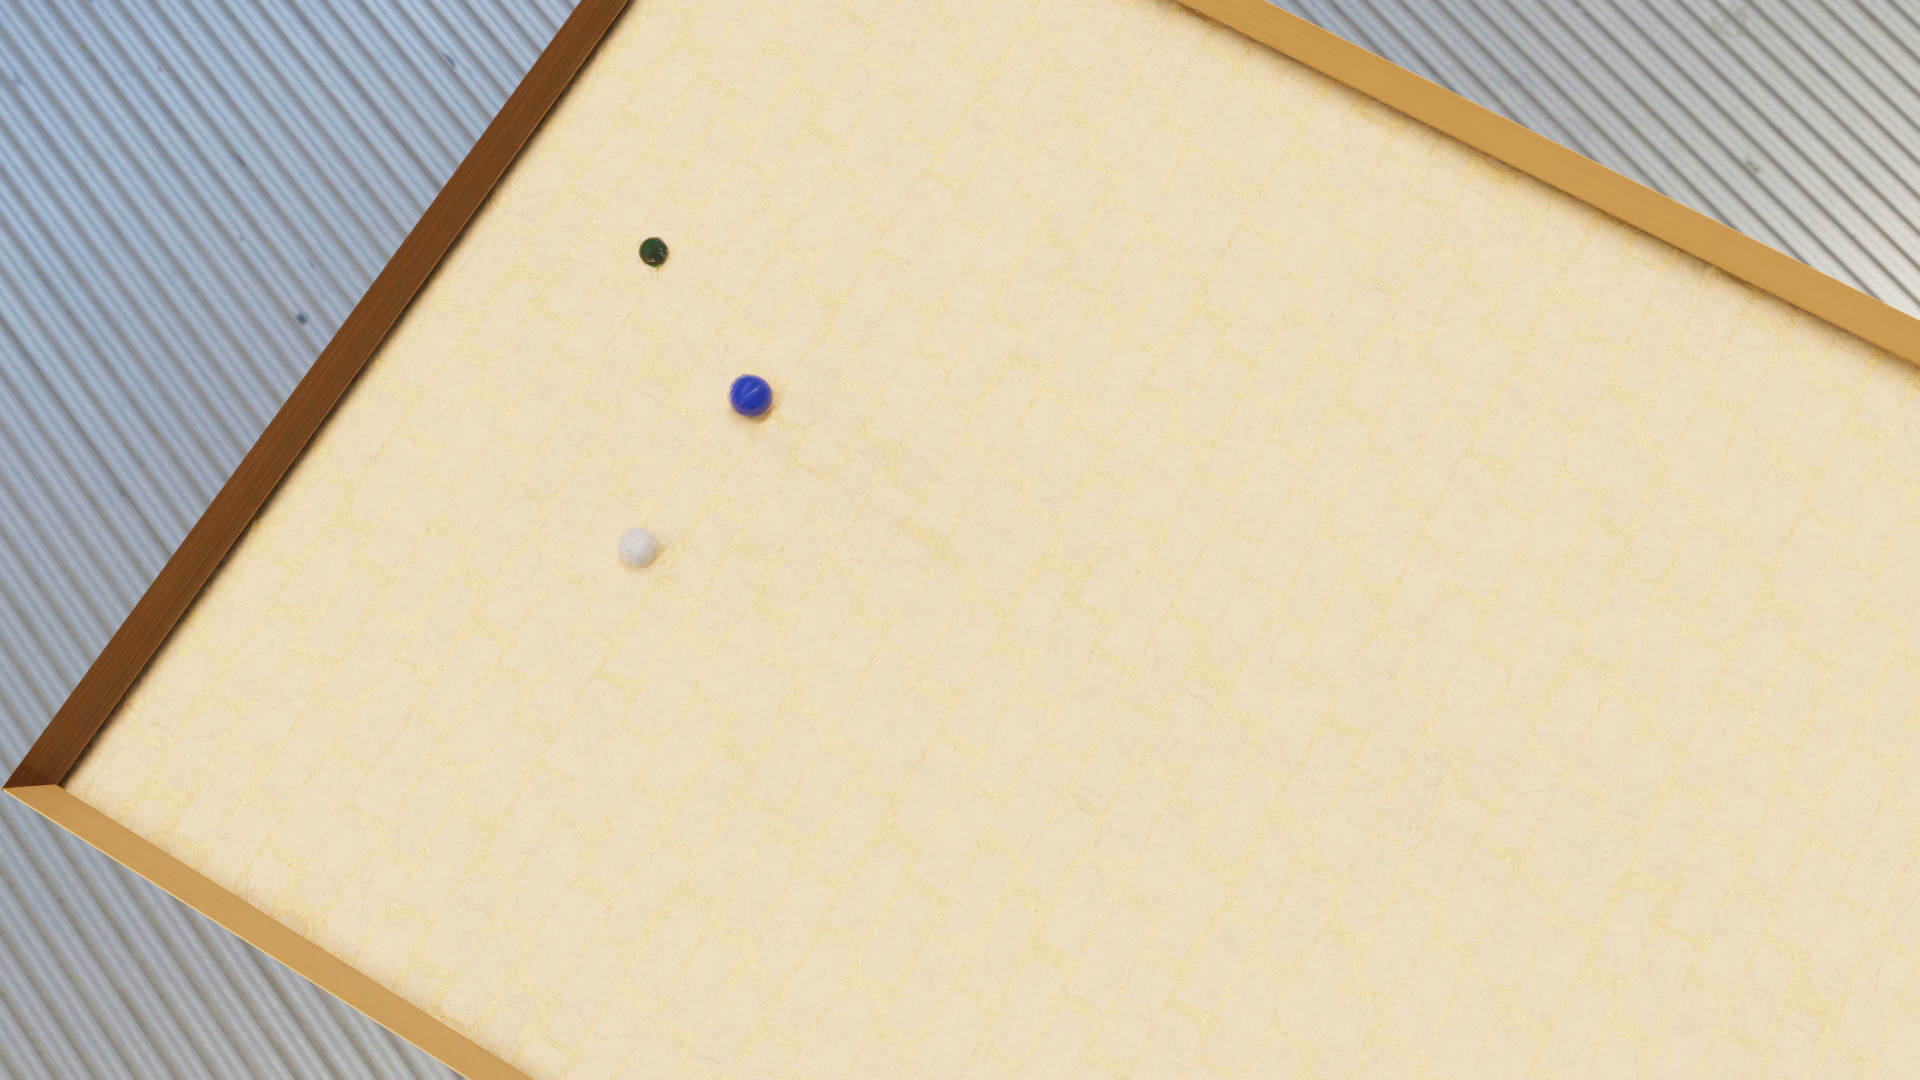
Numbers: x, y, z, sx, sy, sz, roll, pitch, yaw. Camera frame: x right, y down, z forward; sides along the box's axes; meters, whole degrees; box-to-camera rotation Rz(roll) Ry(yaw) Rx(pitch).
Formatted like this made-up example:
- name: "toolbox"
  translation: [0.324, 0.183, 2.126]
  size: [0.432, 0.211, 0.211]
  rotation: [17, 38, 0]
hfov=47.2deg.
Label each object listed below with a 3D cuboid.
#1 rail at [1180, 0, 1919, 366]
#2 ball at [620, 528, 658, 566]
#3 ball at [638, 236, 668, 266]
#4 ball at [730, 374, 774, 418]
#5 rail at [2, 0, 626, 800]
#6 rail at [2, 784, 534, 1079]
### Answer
- name: "rail"
  translation: [1.400, -0.374, 3.540]
  size: [4.065, 0.091, 0.045]
  rotation: [29, 73, 9]
- name: "ball"
  translation: [-0.500, 0.011, 3.423]
  size: [0.061, 0.061, 0.061]
  rotation: [0, 71, 0]
- name: "ball"
  translation: [-0.501, -0.471, 3.596]
  size: [0.049, 0.049, 0.049]
  rotation: [0, 71, 0]
- name: "ball"
  translation: [-0.332, -0.228, 3.501]
  size: [0.070, 0.070, 0.070]
  rotation: [0, 71, 0]
- name: "rail"
  translation: [-0.859, -0.476, 3.575]
  size: [0.045, 0.091, 2.126]
  rotation: [29, 73, 9]
- name: "rail"
  translation: [0.358, 1.325, 2.952]
  size: [4.065, 0.091, 0.045]
  rotation: [29, 73, 9]
